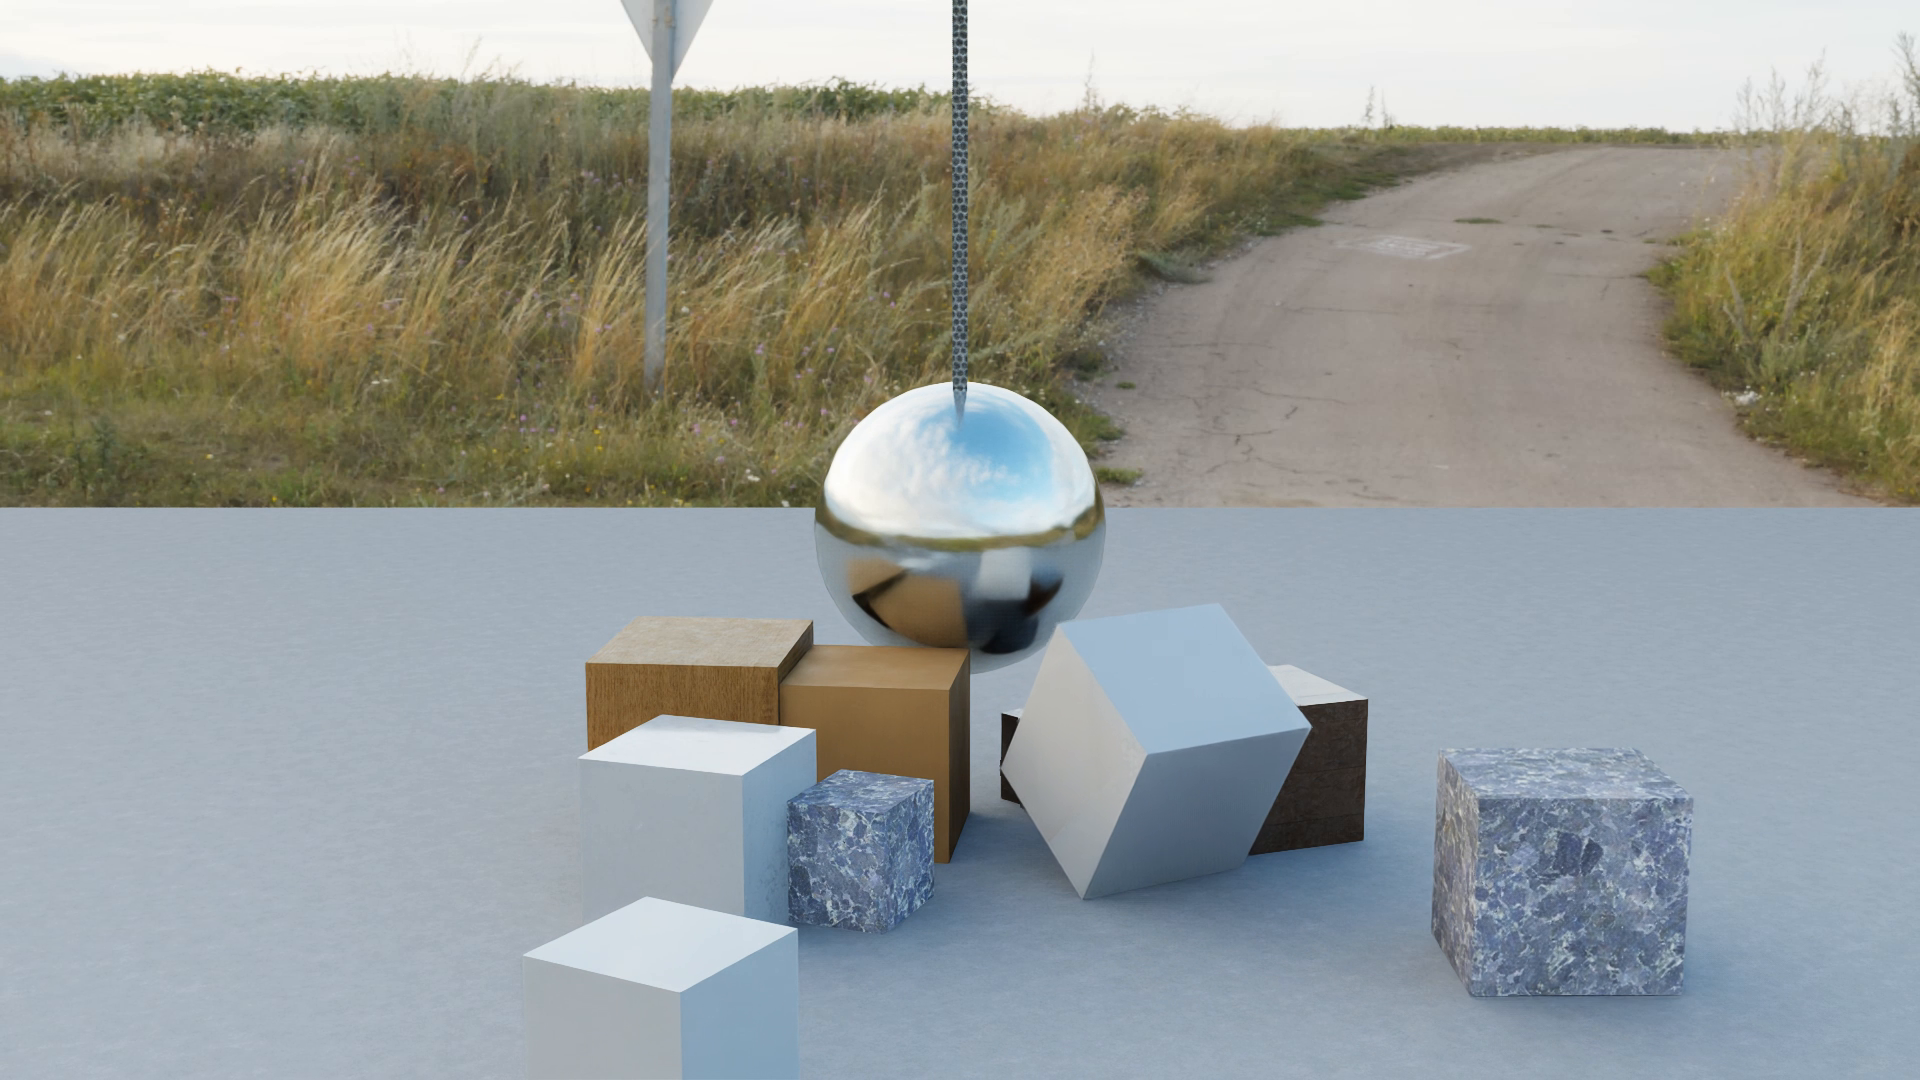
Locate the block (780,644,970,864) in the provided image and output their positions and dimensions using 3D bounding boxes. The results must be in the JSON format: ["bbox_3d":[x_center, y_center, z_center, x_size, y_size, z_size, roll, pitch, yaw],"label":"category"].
[{"bbox_3d":[-0.415,1.071,11.217,0.836,0.879,0.884,1,10,7],"label":"block"}]

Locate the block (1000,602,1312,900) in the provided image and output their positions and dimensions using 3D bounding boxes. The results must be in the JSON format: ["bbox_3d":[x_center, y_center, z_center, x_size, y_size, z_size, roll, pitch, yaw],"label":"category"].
[{"bbox_3d":[0.915,0.996,10.509,0.930,0.973,0.864,-6,43,-30],"label":"block"}]

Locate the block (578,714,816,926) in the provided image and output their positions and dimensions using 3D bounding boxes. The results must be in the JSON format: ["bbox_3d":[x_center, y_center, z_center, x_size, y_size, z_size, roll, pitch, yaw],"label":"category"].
[{"bbox_3d":[-1.179,1.321,10.029,0.801,0.813,0.798,4,11,19],"label":"block"}]

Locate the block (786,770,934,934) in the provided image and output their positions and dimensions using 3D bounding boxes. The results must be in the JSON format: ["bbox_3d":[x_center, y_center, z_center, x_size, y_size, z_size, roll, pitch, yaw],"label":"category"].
[{"bbox_3d":[-0.452,1.427,10.140,0.478,0.564,0.564,4,11,22],"label":"block"}]

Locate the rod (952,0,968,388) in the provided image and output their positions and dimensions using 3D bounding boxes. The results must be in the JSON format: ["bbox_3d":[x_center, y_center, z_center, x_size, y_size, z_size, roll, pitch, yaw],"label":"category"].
[{"bbox_3d":[0.000,-3.292,10.952,0.080,5.200,0.080,0,18,0],"label":"rod"}]

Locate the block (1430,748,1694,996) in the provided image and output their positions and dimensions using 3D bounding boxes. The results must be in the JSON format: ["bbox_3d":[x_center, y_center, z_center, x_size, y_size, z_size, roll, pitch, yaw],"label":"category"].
[{"bbox_3d":[2.557,1.408,9.431,0.879,0.855,0.757,0,10,0],"label":"block"}]

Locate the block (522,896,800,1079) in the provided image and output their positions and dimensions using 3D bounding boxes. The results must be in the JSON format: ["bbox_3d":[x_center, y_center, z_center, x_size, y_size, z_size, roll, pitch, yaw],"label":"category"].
[{"bbox_3d":[-1.068,1.771,7.946,0.693,0.672,0.706,6,12,29],"label":"block"}]

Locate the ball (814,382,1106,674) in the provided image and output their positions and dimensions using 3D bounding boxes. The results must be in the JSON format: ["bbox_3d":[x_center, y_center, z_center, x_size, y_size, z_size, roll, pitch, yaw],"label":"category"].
[{"bbox_3d":[0.000,-0.065,12.022,1.600,1.600,1.600,0,10,0],"label":"ball"}]

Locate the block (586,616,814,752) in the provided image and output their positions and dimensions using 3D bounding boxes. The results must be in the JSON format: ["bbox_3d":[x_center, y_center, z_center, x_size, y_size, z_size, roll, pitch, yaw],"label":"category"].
[{"bbox_3d":[-1.310,0.996,11.349,0.954,0.981,1.079,1,10,5],"label":"block"}]

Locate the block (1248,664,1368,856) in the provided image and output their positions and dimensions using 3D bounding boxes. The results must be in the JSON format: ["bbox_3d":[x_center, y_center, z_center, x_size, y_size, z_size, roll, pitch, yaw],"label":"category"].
[{"bbox_3d":[1.557,1.121,11.330,0.750,0.741,0.789,-4,11,-21],"label":"block"}]

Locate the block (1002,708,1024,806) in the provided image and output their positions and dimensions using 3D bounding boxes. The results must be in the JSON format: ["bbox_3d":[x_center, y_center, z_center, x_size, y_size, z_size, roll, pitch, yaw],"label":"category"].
[{"bbox_3d":[0.552,1.167,11.814,0.449,0.477,0.487,-9,14,-41],"label":"block"}]
